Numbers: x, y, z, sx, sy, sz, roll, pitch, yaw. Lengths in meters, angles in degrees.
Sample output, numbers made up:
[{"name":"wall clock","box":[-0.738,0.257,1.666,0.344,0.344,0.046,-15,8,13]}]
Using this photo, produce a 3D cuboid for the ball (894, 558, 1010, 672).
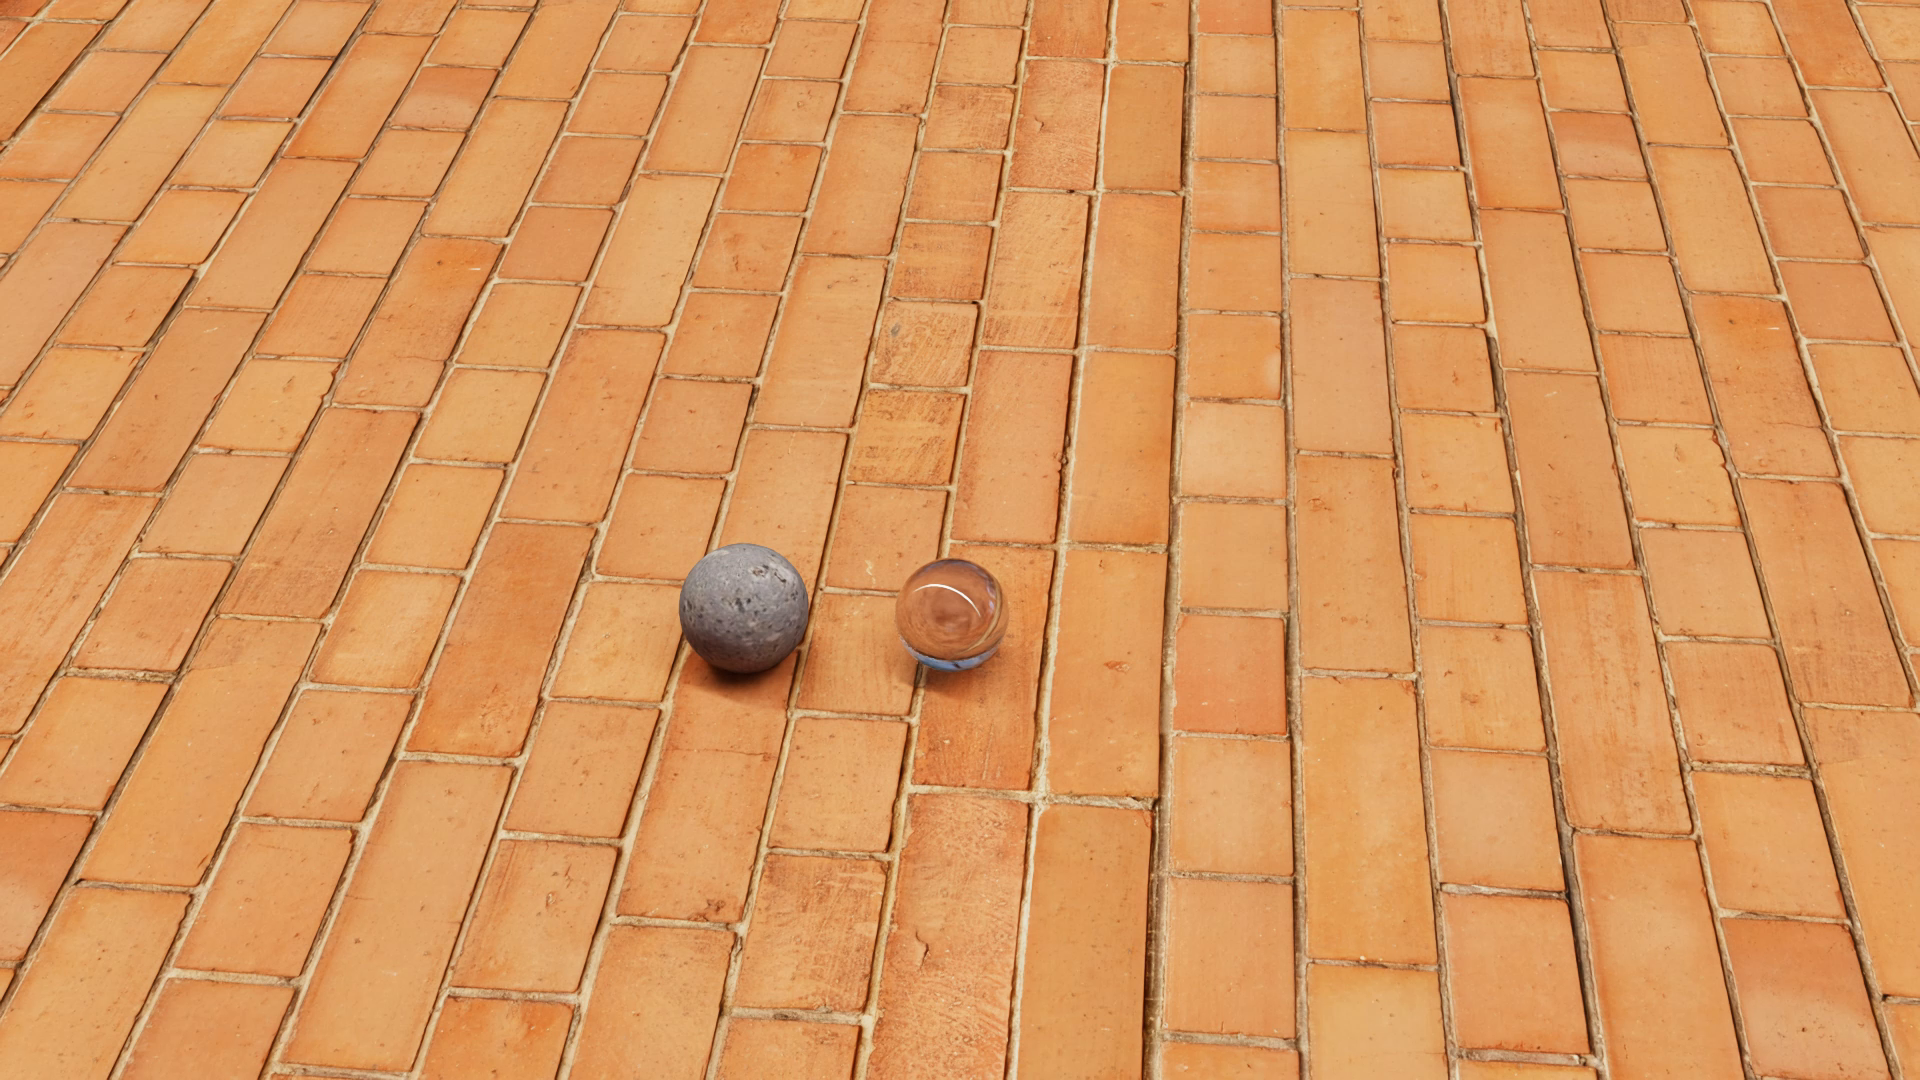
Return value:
[{"name":"ball","box":[-0.005,0.046,1.594,0.072,0.072,0.072,0,36,0]}]

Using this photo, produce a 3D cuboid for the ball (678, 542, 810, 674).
[{"name":"ball","box":[-0.134,0.042,1.592,0.081,0.081,0.081,0,36,0]}]
